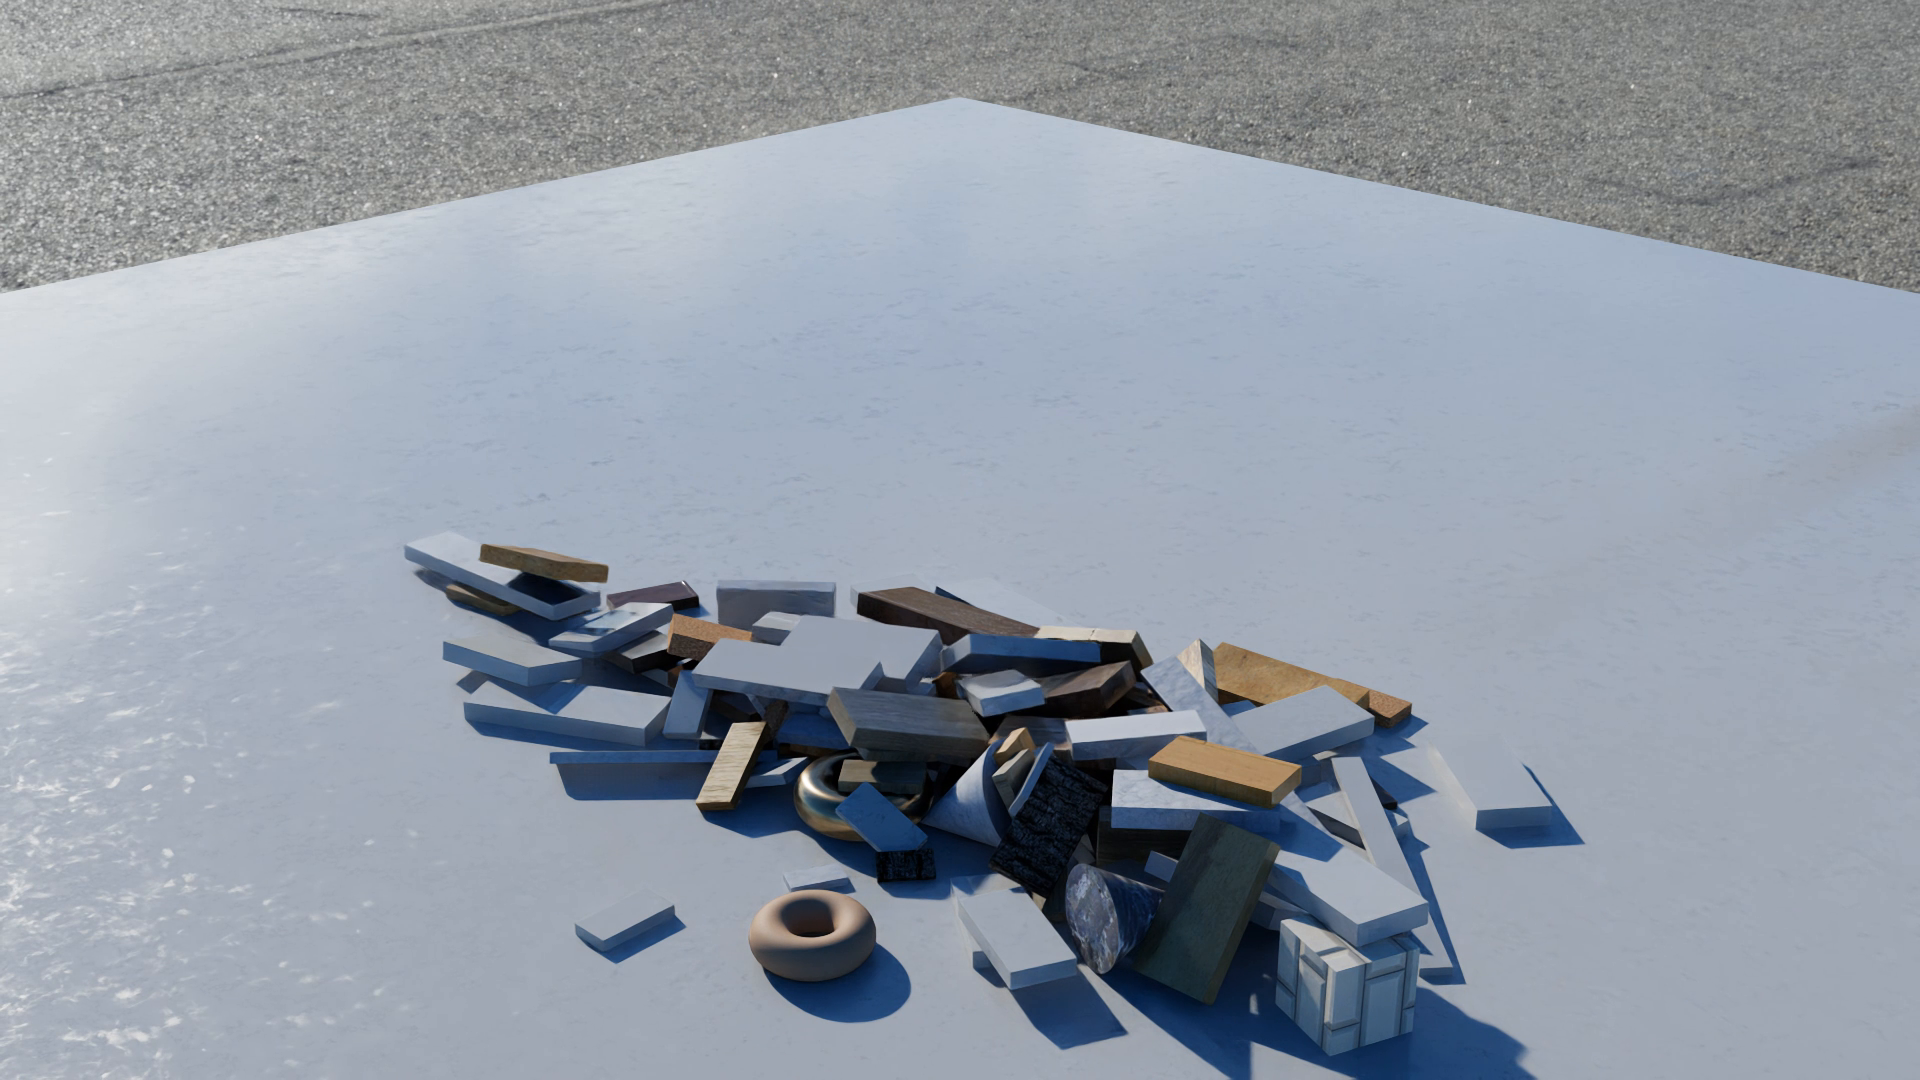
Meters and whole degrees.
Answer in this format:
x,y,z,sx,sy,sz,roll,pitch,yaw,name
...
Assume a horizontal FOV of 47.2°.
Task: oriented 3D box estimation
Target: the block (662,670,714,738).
x,y,z,sx,sy,sz,roll,pitch,yaw,name
-0.585,0.356,4.775,0.081,0.023,0.163,-2,52,19,block

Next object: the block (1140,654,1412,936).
x,y,z,sx,sy,sz,roll,pitch,yaw,name
0.599,0.497,4.308,0.084,0.024,0.876,-26,41,-12,block

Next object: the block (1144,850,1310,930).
x,y,z,sx,sy,sz,roll,pitch,yaw,name
0.496,0.653,4.082,0.284,0.040,0.142,21,1,38,block

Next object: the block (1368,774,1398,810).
x,y,z,sx,sy,sz,roll,pitch,yaw,name
0.839,0.520,4.512,0.061,0.017,0.121,-8,24,-18,block

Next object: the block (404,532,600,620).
x,y,z,sx,sy,sz,roll,pitch,yaw,name
-1.137,0.084,5.430,0.626,0.039,0.138,18,26,40,block

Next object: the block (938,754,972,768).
x,y,z,sx,sy,sz,roll,pitch,yaw,name
-0.083,0.431,4.556,0.208,0.028,0.099,13,-2,-3,block

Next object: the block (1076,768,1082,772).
x,y,z,sx,sy,sz,roll,pitch,yaw,name
0.267,0.476,4.499,0.124,0.035,0.248,42,22,-10,block

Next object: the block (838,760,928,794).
x,y,z,sx,sy,sz,roll,pitch,yaw,name
-0.153,0.472,4.382,0.167,0.024,0.084,1,25,5,block

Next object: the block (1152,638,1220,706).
x,y,z,sx,sy,sz,roll,pitch,yaw,name
0.485,0.342,4.775,0.044,0.155,0.310,43,19,-14,block

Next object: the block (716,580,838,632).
x,y,z,sx,sy,sz,roll,pitch,yaw,name
-0.430,0.167,5.185,0.276,0.138,0.039,2,29,4,block

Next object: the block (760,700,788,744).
x,y,z,sx,sy,sz,roll,pitch,yaw,name
-0.398,0.384,4.650,0.057,0.016,0.149,-29,19,26,block

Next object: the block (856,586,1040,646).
x,y,z,sx,sy,sz,roll,pitch,yaw,name
-0.011,0.192,5.039,0.464,0.050,0.178,17,15,41,block

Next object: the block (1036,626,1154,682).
x,y,z,sx,sy,sz,roll,pitch,yaw,name
0.301,0.252,4.850,0.252,0.126,0.036,2,45,38,block

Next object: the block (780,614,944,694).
x,y,z,sx,sy,sz,roll,pitch,yaw,name
-0.226,0.248,4.753,0.338,0.048,0.169,6,38,27,block

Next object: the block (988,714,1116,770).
x,y,z,sx,sy,sz,roll,pitch,yaw,name
0.202,0.409,4.451,0.264,0.037,0.132,2,24,20,block

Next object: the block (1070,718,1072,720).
x,y,z,sx,sy,sz,roll,pitch,yaw,name
0.154,0.428,4.587,0.124,0.035,0.280,6,16,12,block

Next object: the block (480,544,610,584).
x,y,z,sx,sy,sz,roll,pitch,yaw,name
-0.998,0.056,5.269,0.306,0.043,0.153,10,2,43,block

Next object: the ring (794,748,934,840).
x,y,z,sx,sy,sz,roll,pitch,yaw,name
-0.195,0.511,4.439,0.285,0.095,0.285,-1,23,0,ring

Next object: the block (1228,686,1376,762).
x,y,z,sx,sy,sz,roll,pitch,yaw,name
0.704,0.397,4.640,0.311,0.044,0.155,-15,30,-29,block

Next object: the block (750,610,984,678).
x,y,z,sx,sy,sz,roll,pitch,yaw,name
-0.160,0.241,4.949,0.598,0.044,0.154,8,11,9,block

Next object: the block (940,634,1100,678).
x,y,z,sx,sy,sz,roll,pitch,yaw,name
0.130,0.254,4.745,0.309,0.044,0.154,6,-20,-24,block

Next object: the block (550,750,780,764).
x,y,z,sx,sy,sz,roll,pitch,yaw,name
-0.618,0.454,4.616,0.472,0.023,0.081,0,-4,-1,block

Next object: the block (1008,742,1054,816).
x,y,z,sx,sy,sz,roll,pitch,yaw,name
0.137,0.456,4.201,0.016,0.056,0.164,33,40,0,block

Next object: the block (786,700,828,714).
x,y,z,sx,sy,sz,roll,pitch,yaw,name
-0.220,0.381,4.680,0.276,0.138,0.039,7,55,14,block

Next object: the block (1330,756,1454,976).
x,y,z,sx,sy,sz,roll,pitch,yaw,name
0.822,0.613,4.231,0.061,0.017,0.692,-2,27,-4,block

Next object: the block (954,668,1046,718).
x,y,z,sx,sy,sz,roll,pitch,yaw,name
0.082,0.319,4.608,0.132,0.037,0.264,-11,7,-10,block

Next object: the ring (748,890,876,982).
x,y,z,sx,sy,sz,roll,pitch,yaw,name
-0.267,0.714,3.980,0.232,0.077,0.232,1,24,0,ring

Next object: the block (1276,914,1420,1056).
x,y,z,sx,sy,sz,roll,pitch,yaw,name
0.664,0.749,3.779,0.169,0.169,0.169,-10,25,-23,block

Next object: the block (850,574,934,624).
x,y,z,sx,sy,sz,roll,pitch,yaw,name
-0.094,0.201,5.225,0.169,0.048,0.468,-10,25,-23,block

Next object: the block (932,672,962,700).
x,y,z,sx,sy,sz,roll,pitch,yaw,name
-0.003,0.351,4.769,0.020,0.140,0.070,-27,4,37,block

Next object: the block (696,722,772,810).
x,y,z,sx,sy,sz,roll,pitch,yaw,name
-0.465,0.463,4.516,0.084,0.024,0.221,-6,40,26,block

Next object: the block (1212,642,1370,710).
x,y,z,sx,sy,sz,roll,pitch,yaw,name
0.701,0.335,4.877,0.380,0.044,0.155,18,40,36,block

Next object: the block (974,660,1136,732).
x,y,z,sx,sy,sz,roll,pitch,yaw,name
0.177,0.338,4.653,0.356,0.050,0.178,-14,9,29,block

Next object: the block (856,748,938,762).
x,y,z,sx,sy,sz,roll,pitch,yaw,name
-0.134,0.413,4.436,0.168,0.024,0.084,5,27,-34,block

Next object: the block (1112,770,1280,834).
x,y,z,sx,sy,sz,roll,pitch,yaw,name
0.435,0.482,4.067,0.304,0.043,0.152,1,20,5,block

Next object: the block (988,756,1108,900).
x,y,z,sx,sy,sz,roll,pitch,yaw,name
0.168,0.542,4.160,0.126,0.036,0.254,27,57,9,block

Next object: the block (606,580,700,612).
x,y,z,sx,sy,sz,roll,pitch,yaw,name
-0.751,0.149,5.373,0.203,0.029,0.102,-10,25,-23,block

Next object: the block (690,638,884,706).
x,y,z,sx,sy,sz,roll,pitch,yaw,name
-0.369,0.284,4.674,0.406,0.036,0.126,6,38,28,block

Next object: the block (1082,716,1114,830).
x,y,z,sx,sy,sz,roll,pitch,yaw,name
0.309,0.492,4.444,0.139,0.039,0.351,43,22,-11,block

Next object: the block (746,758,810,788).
x,y,z,sx,sy,sz,roll,pitch,yaw,name
-0.395,0.480,4.522,0.168,0.024,0.084,-10,13,39,block

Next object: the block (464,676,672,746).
x,y,z,sx,sy,sz,roll,pitch,yaw,name
-0.859,0.370,4.832,0.431,0.043,0.153,7,24,16,block

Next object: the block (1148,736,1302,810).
x,y,z,sx,sy,sz,roll,pitch,yaw,name
0.492,0.430,4.091,0.253,0.036,0.126,12,24,31,block

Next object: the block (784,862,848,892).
x,y,z,sx,sy,sz,roll,pitch,yaw,name
-0.277,0.649,4.211,0.113,0.016,0.056,-8,24,-18,block

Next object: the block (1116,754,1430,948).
x,y,z,sx,sy,sz,roll,pitch,yaw,name
0.553,0.539,4.034,0.152,0.043,0.753,-11,23,-26,block
